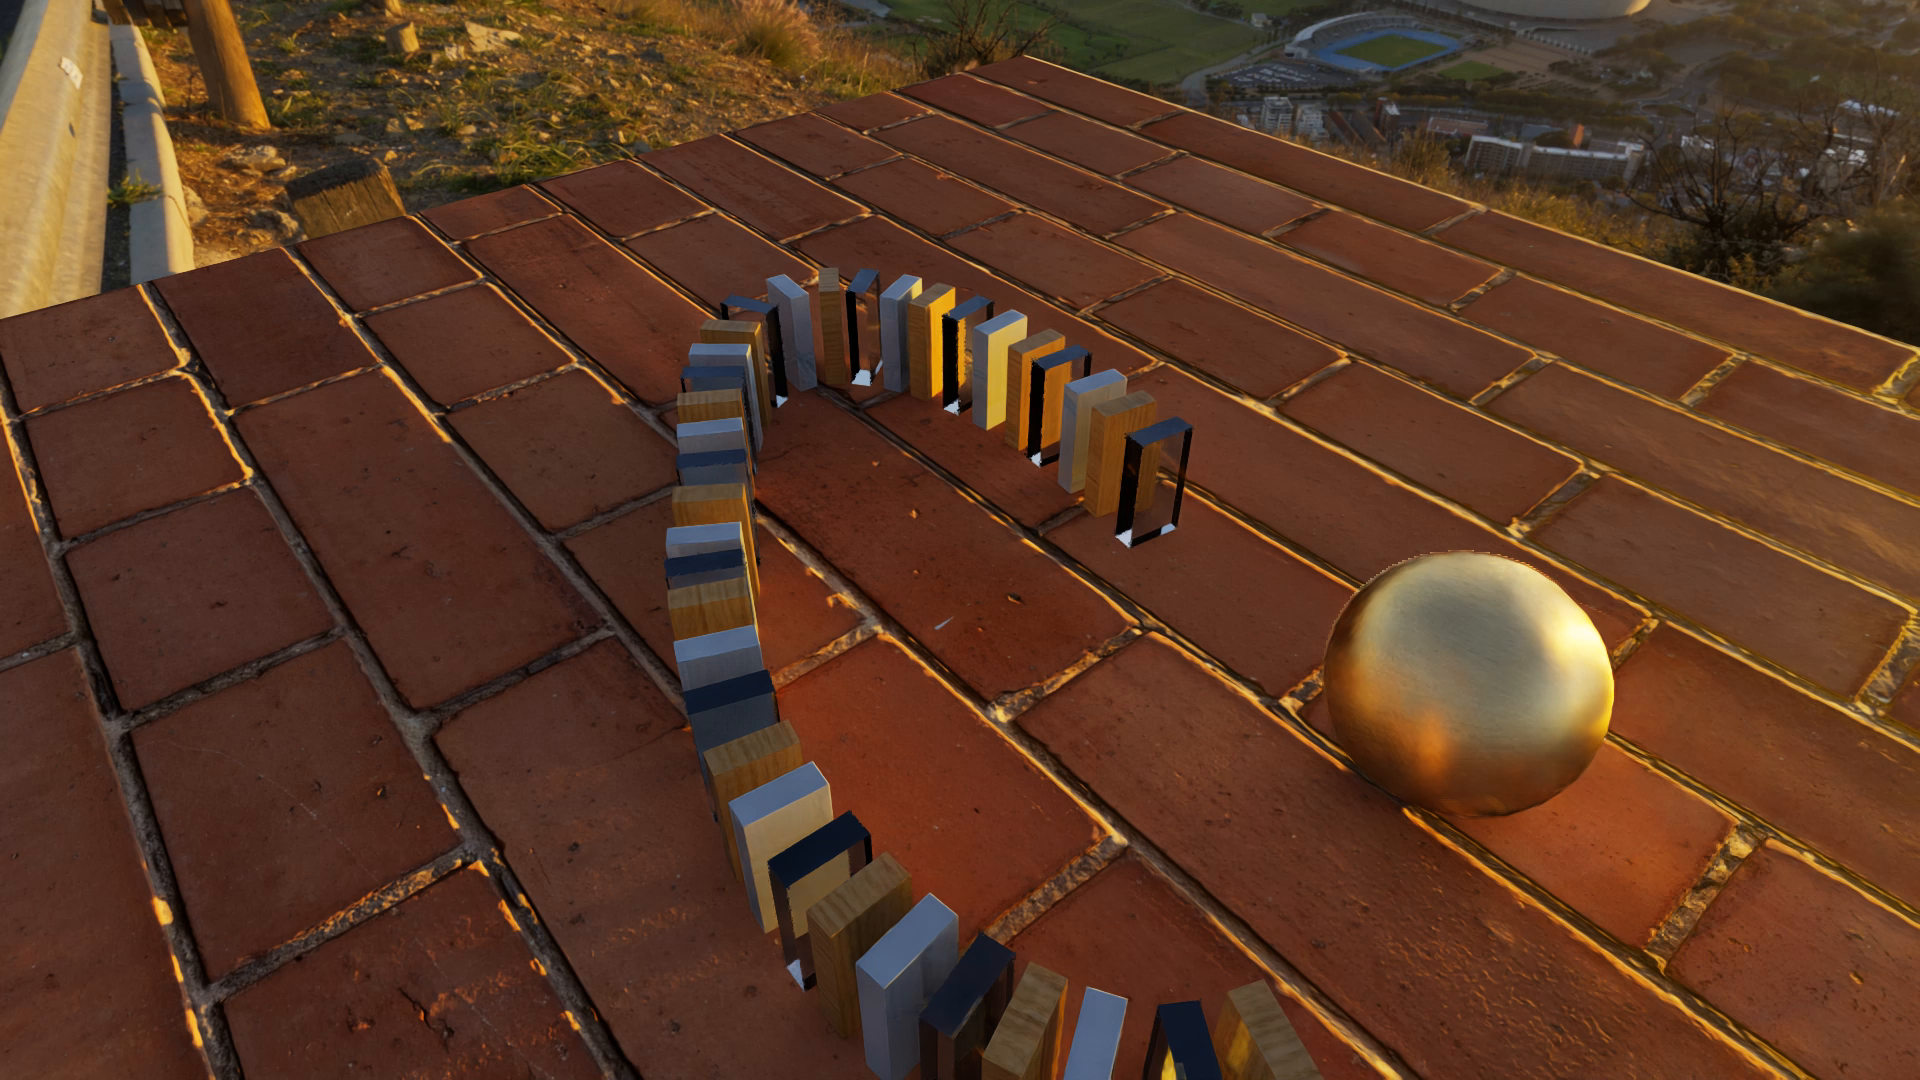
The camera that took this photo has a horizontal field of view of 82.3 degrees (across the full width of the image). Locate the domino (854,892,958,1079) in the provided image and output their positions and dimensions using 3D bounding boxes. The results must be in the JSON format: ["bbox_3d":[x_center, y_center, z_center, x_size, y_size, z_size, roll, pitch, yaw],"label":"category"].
[{"bbox_3d":[-0.012,0.113,0.274,0.009,0.050,0.025,30,48,31],"label":"domino"}]

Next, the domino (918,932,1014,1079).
[{"bbox_3d":[0.002,0.120,0.265,0.010,0.050,0.025,23,45,26],"label":"domino"}]

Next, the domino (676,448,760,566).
[{"bbox_3d":[-0.093,-0.011,0.425,0.025,0.050,0.010,-6,40,-7],"label":"domino"}]

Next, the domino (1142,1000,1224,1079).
[{"bbox_3d":[0.050,0.131,0.252,0.009,0.050,0.025,-4,40,-5],"label":"domino"}]

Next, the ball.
[{"bbox_3d":[0.152,0.044,0.335,0.080,0.080,0.080,0,39,0],"label":"ball"}]

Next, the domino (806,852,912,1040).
[{"bbox_3d":[-0.025,0.105,0.283,0.025,0.050,0.010,-30,48,-32],"label":"domino"}]

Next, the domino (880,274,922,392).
[{"bbox_3d":[-0.028,-0.100,0.533,0.010,0.050,0.025,16,42,19],"label":"domino"}]

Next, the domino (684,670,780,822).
[{"bbox_3d":[-0.067,0.063,0.334,0.025,0.050,0.009,-14,41,-17],"label":"domino"}]

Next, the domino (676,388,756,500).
[{"bbox_3d":[-0.101,-0.038,0.458,0.025,0.050,0.009,-6,40,-7],"label":"domino"}]

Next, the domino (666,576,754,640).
[{"bbox_3d":[-0.081,0.036,0.367,0.025,0.050,0.010,-10,40,-12],"label":"domino"}]

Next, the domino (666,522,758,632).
[{"bbox_3d":[-0.087,0.017,0.391,0.025,0.050,0.010,-5,40,-6],"label":"domino"}]

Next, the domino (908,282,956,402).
[{"bbox_3d":[-0.013,-0.095,0.527,0.010,0.050,0.025,22,44,25],"label":"domino"}]

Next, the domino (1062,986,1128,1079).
[{"bbox_3d":[0.029,0.129,0.254,0.009,0.050,0.025,12,41,14],"label":"domino"}]

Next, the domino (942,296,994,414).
[{"bbox_3d":[0.004,-0.087,0.517,0.010,0.050,0.025,29,47,30],"label":"domino"}]

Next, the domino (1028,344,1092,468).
[{"bbox_3d":[0.043,-0.058,0.483,0.025,0.050,0.010,-23,45,-26],"label":"domino"}]

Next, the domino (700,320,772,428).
[{"bbox_3d":[-0.102,-0.076,0.504,0.025,0.050,0.010,4,40,5],"label":"domino"}]

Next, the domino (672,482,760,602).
[{"bbox_3d":[-0.090,0.002,0.409,0.025,0.050,0.009,-4,39,-5],"label":"domino"}]

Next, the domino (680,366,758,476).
[{"bbox_3d":[-0.103,-0.051,0.473,0.025,0.050,0.010,-1,39,-2],"label":"domino"}]

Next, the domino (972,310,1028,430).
[{"bbox_3d":[0.018,-0.078,0.507,0.025,0.050,0.010,-32,49,-33],"label":"domino"}]

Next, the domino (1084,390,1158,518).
[{"bbox_3d":[0.066,-0.035,0.454,0.025,0.050,0.009,-20,43,-23],"label":"domino"}]

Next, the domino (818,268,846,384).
[{"bbox_3d":[-0.063,-0.105,0.539,0.009,0.050,0.025,-4,39,-5],"label":"domino"}]

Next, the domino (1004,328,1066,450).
[{"bbox_3d":[0.033,-0.067,0.493,0.025,0.050,0.009,-27,47,-29],"label":"domino"}]

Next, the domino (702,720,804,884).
[{"bbox_3d":[-0.057,0.076,0.318,0.025,0.050,0.010,-19,43,-22],"label":"domino"}]

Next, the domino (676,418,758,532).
[{"bbox_3d":[-0.097,-0.024,0.441,0.025,0.050,0.009,-7,40,-9],"label":"domino"}]

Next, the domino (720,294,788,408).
[{"bbox_3d":[-0.097,-0.089,0.520,0.025,0.050,0.009,17,42,19],"label":"domino"}]

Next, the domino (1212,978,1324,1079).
[{"bbox_3d":[0.069,0.128,0.256,0.009,0.050,0.025,-13,41,-15],"label":"domino"}]

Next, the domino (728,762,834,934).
[{"bbox_3d":[-0.048,0.086,0.306,0.025,0.050,0.009,-23,45,-25],"label":"domino"}]

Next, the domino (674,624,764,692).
[{"bbox_3d":[-0.074,0.051,0.350,0.025,0.050,0.010,-12,41,-14],"label":"domino"}]

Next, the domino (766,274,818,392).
[{"bbox_3d":[-0.081,-0.100,0.534,0.010,0.050,0.025,-23,45,-26],"label":"domino"}]

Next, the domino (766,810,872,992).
[{"bbox_3d":[-0.036,0.097,0.293,0.025,0.050,0.009,-27,46,-29],"label":"domino"}]

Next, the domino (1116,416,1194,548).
[{"bbox_3d":[0.077,-0.023,0.439,0.025,0.050,0.009,-21,44,-24],"label":"domino"}]

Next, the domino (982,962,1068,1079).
[{"bbox_3d":[0.015,0.125,0.259,0.010,0.050,0.025,18,43,21],"label":"domino"}]

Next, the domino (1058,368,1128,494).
[{"bbox_3d":[0.056,-0.046,0.467,0.025,0.050,0.010,-21,44,-23],"label":"domino"}]

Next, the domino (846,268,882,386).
[{"bbox_3d":[-0.046,-0.104,0.538,0.009,0.050,0.025,8,40,10],"label":"domino"}]

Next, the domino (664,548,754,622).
[{"bbox_3d":[-0.085,0.027,0.379,0.025,0.050,0.010,-8,40,-10],"label":"domino"}]

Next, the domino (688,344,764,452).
[{"bbox_3d":[-0.103,-0.063,0.488,0.025,0.050,0.010,0,39,0],"label":"domino"}]
